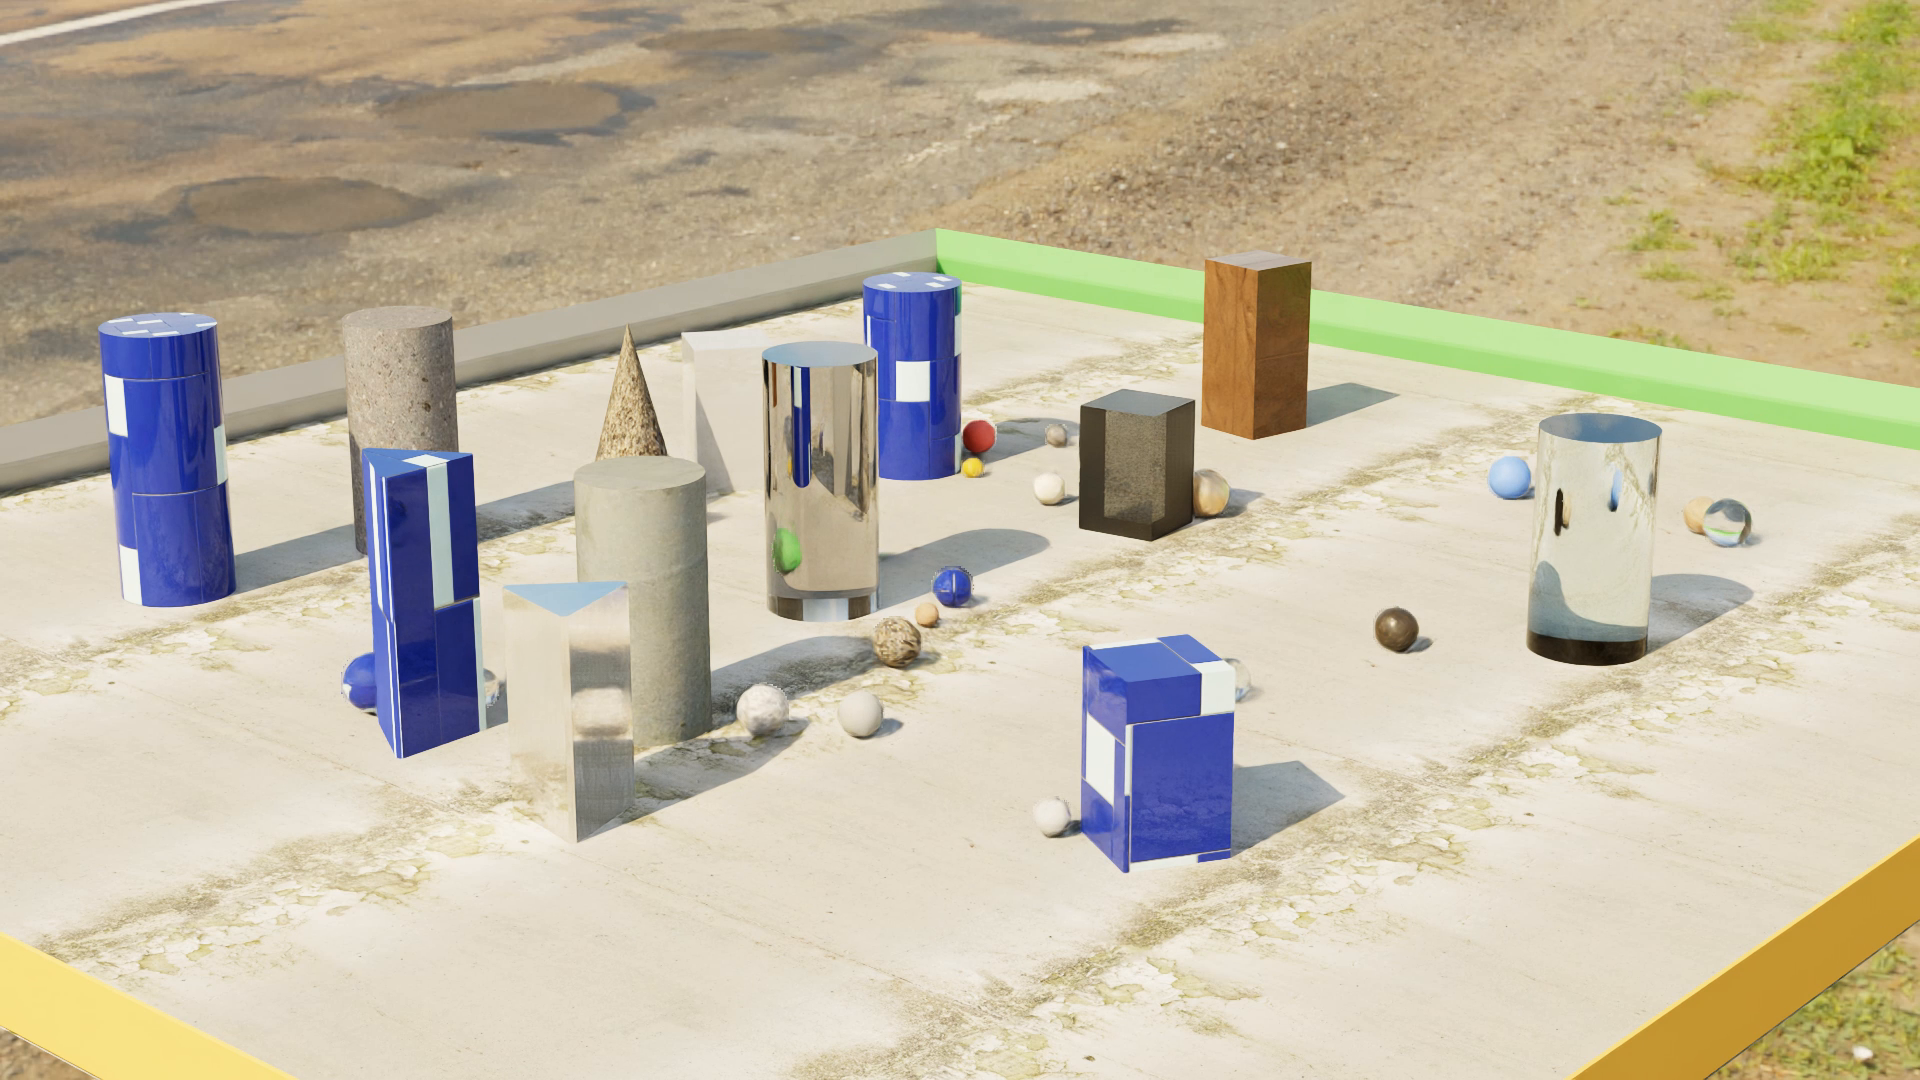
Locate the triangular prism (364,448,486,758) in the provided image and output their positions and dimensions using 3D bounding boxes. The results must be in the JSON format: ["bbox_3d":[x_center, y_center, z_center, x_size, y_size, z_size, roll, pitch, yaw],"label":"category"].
[{"bbox_3d":[-0.837,0.085,4.414,0.148,0.436,0.171,14,22,38],"label":"triangular prism"}]

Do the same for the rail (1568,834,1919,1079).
[{"bbox_3d":[1.380,0.378,3.972,0.045,0.128,4.071,14,22,39],"label":"rail"}]

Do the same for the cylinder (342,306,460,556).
[{"bbox_3d":[-1.019,-0.198,5.367,0.197,0.428,0.197,0,17,0],"label":"cylinder"}]

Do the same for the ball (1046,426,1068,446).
[{"bbox_3d":[0.201,-0.215,6.089,0.044,0.044,0.044,0,17,0],"label":"ball"}]

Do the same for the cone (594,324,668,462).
[{"bbox_3d":[-0.625,-0.231,5.569,0.197,0.375,0.197,0,17,0],"label":"cone"}]

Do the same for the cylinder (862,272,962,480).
[{"bbox_3d":[-0.095,-0.330,5.882,0.197,0.383,0.197,0,17,0],"label":"cylinder"}]

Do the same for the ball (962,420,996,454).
[{"bbox_3d":[0.039,-0.214,6.040,0.070,0.070,0.070,0,17,0],"label":"ball"}]

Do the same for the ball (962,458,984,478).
[{"bbox_3d":[0.026,-0.145,5.861,0.041,0.041,0.041,0,17,0],"label":"ball"}]

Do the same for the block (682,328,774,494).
[{"bbox_3d":[-0.457,-0.256,5.803,0.158,0.288,0.158,-4,17,-14],"label":"block"}]

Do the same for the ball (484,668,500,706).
[{"bbox_3d":[-0.752,0.230,4.580,0.063,0.063,0.063,0,17,0],"label":"ball"}]

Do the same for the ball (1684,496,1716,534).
[{"bbox_3d":[1.389,-0.047,5.485,0.070,0.070,0.070,0,17,0],"label":"ball"}]

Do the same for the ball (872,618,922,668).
[{"bbox_3d":[-0.102,0.167,4.761,0.079,0.079,0.079,0,17,0],"label":"ball"}]

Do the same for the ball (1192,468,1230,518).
[{"bbox_3d":[0.467,-0.090,5.590,0.093,0.093,0.093,0,17,0],"label":"ball"}]

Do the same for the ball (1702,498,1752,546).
[{"bbox_3d":[1.415,-0.032,5.405,0.089,0.089,0.089,0,17,0],"label":"ball"}]

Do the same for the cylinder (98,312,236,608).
[{"bbox_3d":[-1.373,-0.140,5.089,0.197,0.477,0.197,0,17,0],"label":"cylinder"}]

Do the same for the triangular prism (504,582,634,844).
[{"bbox_3d":[-0.527,0.230,4.116,0.148,0.331,0.171,-12,21,-35],"label":"triangular prism"}]

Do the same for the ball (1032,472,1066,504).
[{"bbox_3d":[0.173,-0.101,5.673,0.065,0.065,0.065,0,17,0],"label":"ball"}]

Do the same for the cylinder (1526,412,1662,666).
[{"bbox_3d":[1.039,-0.003,4.811,0.197,0.375,0.197,0,17,0],"label":"cylinder"}]

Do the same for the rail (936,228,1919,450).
[{"bbox_3d":[1.319,-0.406,6.574,3.704,0.128,0.045,14,22,39],"label":"rail"}]

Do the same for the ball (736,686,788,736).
[{"bbox_3d":[-0.301,0.259,4.459,0.077,0.077,0.077,0,17,0],"label":"ball"}]

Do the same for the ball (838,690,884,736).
[{"bbox_3d":[-0.151,0.264,4.454,0.070,0.070,0.070,0,17,0],"label":"ball"}]

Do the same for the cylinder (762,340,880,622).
[{"bbox_3d":[-0.237,-0.102,5.017,0.197,0.445,0.197,0,17,0],"label":"cylinder"}]

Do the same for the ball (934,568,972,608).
[{"bbox_3d":[-0.013,0.082,5.061,0.067,0.067,0.067,0,17,0],"label":"ball"}]

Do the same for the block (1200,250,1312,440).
[{"bbox_3d":[0.625,-0.414,6.198,0.158,0.361,0.158,-13,21,-37],"label":"block"}]

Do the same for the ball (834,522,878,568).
[{"bbox_3d":[-0.187,0.008,5.282,0.082,0.082,0.082,0,17,0],"label":"ball"}]

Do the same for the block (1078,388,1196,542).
[{"bbox_3d":[0.333,-0.142,5.510,0.158,0.239,0.158,11,20,32],"label":"block"}]

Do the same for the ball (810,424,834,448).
[{"bbox_3d":[-0.287,-0.216,6.086,0.048,0.048,0.048,0,17,0],"label":"ball"}]

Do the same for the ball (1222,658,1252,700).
[{"bbox_3d":[0.423,0.219,4.606,0.069,0.069,0.069,0,17,0],"label":"ball"}]

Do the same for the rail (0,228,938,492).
[{"bbox_3d":[-1.380,-0.314,6.267,0.045,0.128,4.071,14,22,39],"label":"rail"}]

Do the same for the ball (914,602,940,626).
[{"bbox_3d":[-0.056,0.126,4.961,0.042,0.042,0.042,0,17,0],"label":"ball"}]

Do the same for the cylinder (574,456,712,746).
[{"bbox_3d":[-0.480,0.091,4.454,0.197,0.401,0.197,0,17,0],"label":"cylinder"}]

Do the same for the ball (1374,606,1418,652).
[{"bbox_3d":[0.720,0.147,4.837,0.073,0.073,0.073,0,17,0],"label":"ball"}]

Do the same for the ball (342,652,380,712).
[{"bbox_3d":[-0.911,0.221,4.554,0.094,0.094,0.094,0,17,0],"label":"ball"}]

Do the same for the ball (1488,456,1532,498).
[{"bbox_3d":[1.071,-0.122,5.712,0.084,0.084,0.084,0,17,0],"label":"ball"}]

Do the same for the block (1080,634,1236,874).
[{"bbox_3d":[0.269,0.290,4.015,0.158,0.273,0.158,-6,18,-19],"label":"block"}]

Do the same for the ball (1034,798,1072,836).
[{"bbox_3d":[0.129,0.386,4.079,0.053,0.053,0.053,0,17,0],"label":"ball"}]

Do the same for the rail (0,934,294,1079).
[{"bbox_3d":[-1.319,0.470,3.665,3.704,0.128,0.045,14,22,39],"label":"rail"}]
